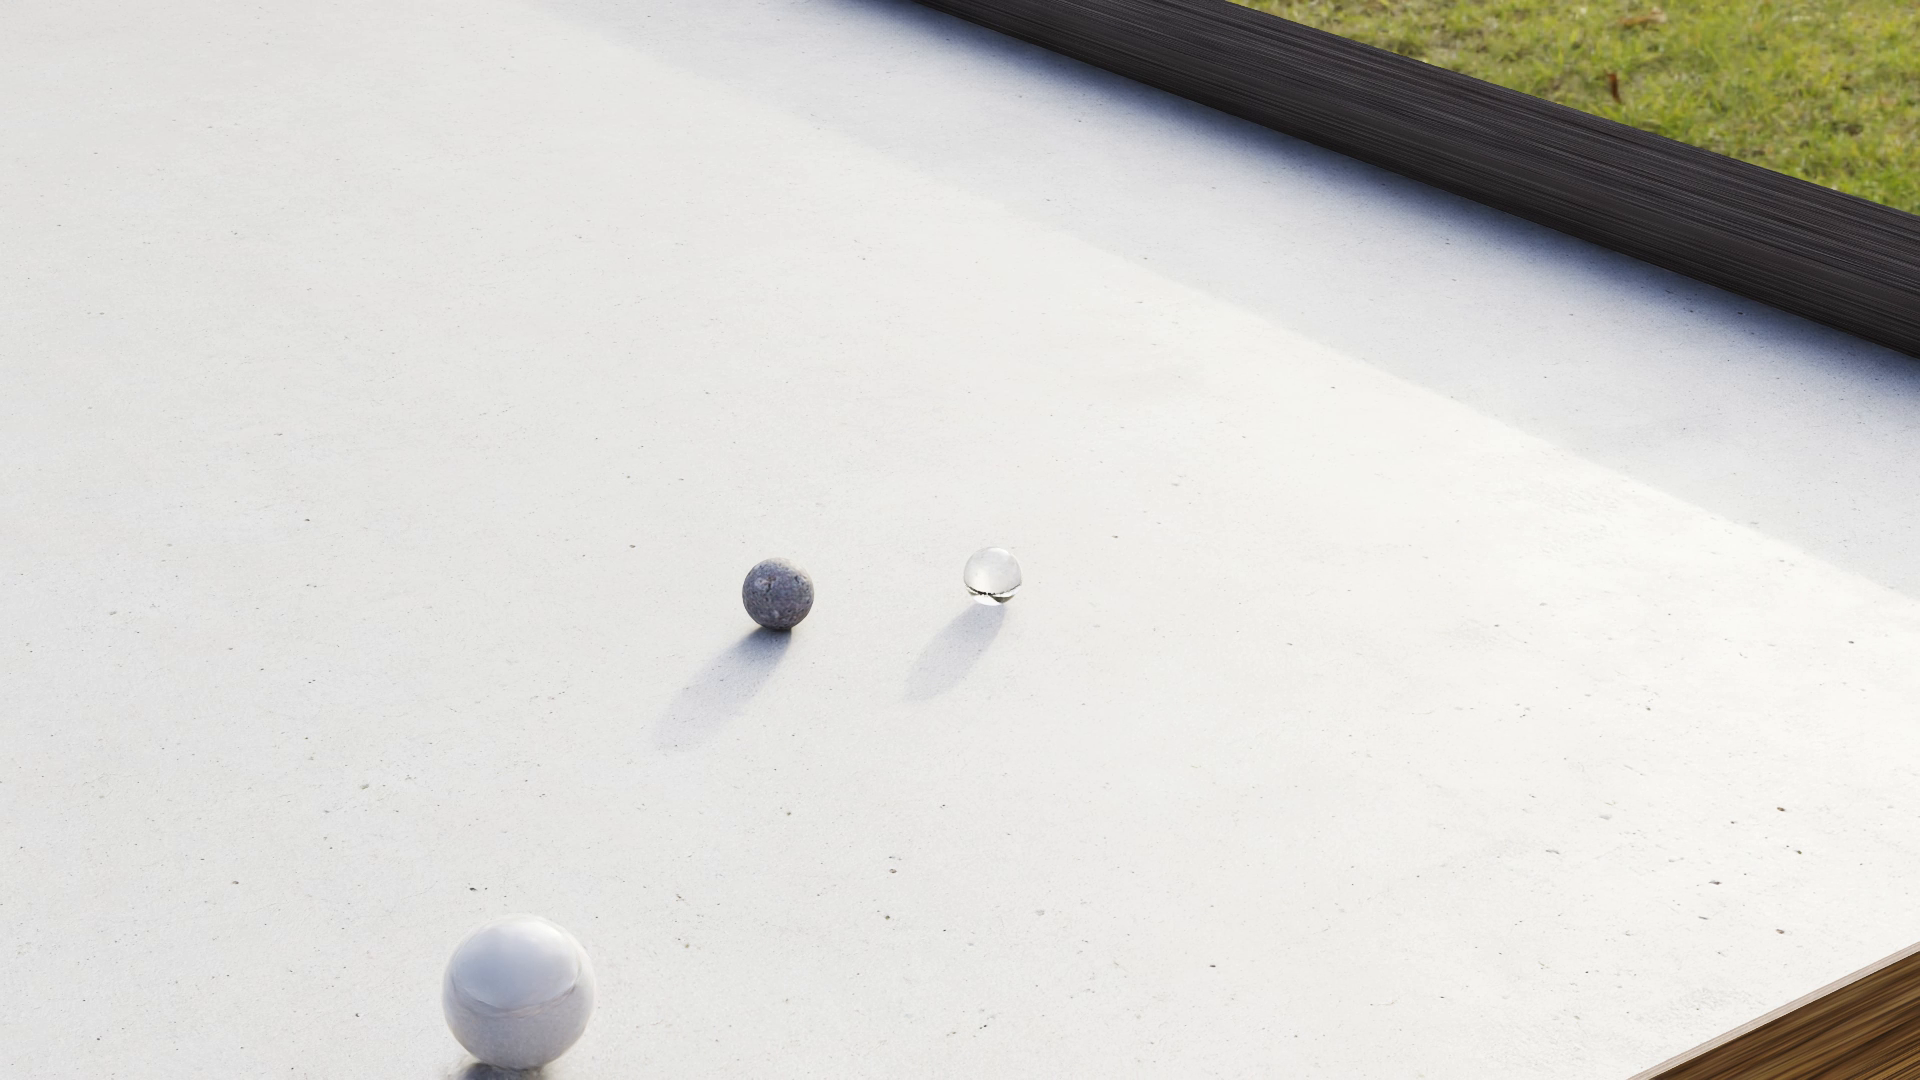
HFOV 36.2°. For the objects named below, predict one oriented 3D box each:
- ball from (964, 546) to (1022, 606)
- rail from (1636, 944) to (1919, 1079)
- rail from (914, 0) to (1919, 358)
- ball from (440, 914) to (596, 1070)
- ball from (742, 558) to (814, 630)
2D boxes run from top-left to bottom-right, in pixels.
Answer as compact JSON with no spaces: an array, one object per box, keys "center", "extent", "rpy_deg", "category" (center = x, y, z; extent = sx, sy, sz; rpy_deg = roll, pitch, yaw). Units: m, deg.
[{"center":[0.024,0.027,2.187],"extent":[0.044,0.044,0.044],"rpy_deg":[0,24,0],"category":"ball"},{"center":[0.491,0.258,1.569],"extent":[1.970,0.128,0.045],"rpy_deg":[-16,29,-32],"category":"rail"},{"center":[0.284,-0.552,3.369],"extent":[0.045,0.128,3.520],"rpy_deg":[-16,29,-32],"category":"rail"},{"center":[-0.246,0.252,1.637],"extent":[0.086,0.086,0.086],"rpy_deg":[0,24,0],"category":"ball"},{"center":[-0.133,0.039,2.149],"extent":[0.053,0.053,0.053],"rpy_deg":[0,24,0],"category":"ball"}]
